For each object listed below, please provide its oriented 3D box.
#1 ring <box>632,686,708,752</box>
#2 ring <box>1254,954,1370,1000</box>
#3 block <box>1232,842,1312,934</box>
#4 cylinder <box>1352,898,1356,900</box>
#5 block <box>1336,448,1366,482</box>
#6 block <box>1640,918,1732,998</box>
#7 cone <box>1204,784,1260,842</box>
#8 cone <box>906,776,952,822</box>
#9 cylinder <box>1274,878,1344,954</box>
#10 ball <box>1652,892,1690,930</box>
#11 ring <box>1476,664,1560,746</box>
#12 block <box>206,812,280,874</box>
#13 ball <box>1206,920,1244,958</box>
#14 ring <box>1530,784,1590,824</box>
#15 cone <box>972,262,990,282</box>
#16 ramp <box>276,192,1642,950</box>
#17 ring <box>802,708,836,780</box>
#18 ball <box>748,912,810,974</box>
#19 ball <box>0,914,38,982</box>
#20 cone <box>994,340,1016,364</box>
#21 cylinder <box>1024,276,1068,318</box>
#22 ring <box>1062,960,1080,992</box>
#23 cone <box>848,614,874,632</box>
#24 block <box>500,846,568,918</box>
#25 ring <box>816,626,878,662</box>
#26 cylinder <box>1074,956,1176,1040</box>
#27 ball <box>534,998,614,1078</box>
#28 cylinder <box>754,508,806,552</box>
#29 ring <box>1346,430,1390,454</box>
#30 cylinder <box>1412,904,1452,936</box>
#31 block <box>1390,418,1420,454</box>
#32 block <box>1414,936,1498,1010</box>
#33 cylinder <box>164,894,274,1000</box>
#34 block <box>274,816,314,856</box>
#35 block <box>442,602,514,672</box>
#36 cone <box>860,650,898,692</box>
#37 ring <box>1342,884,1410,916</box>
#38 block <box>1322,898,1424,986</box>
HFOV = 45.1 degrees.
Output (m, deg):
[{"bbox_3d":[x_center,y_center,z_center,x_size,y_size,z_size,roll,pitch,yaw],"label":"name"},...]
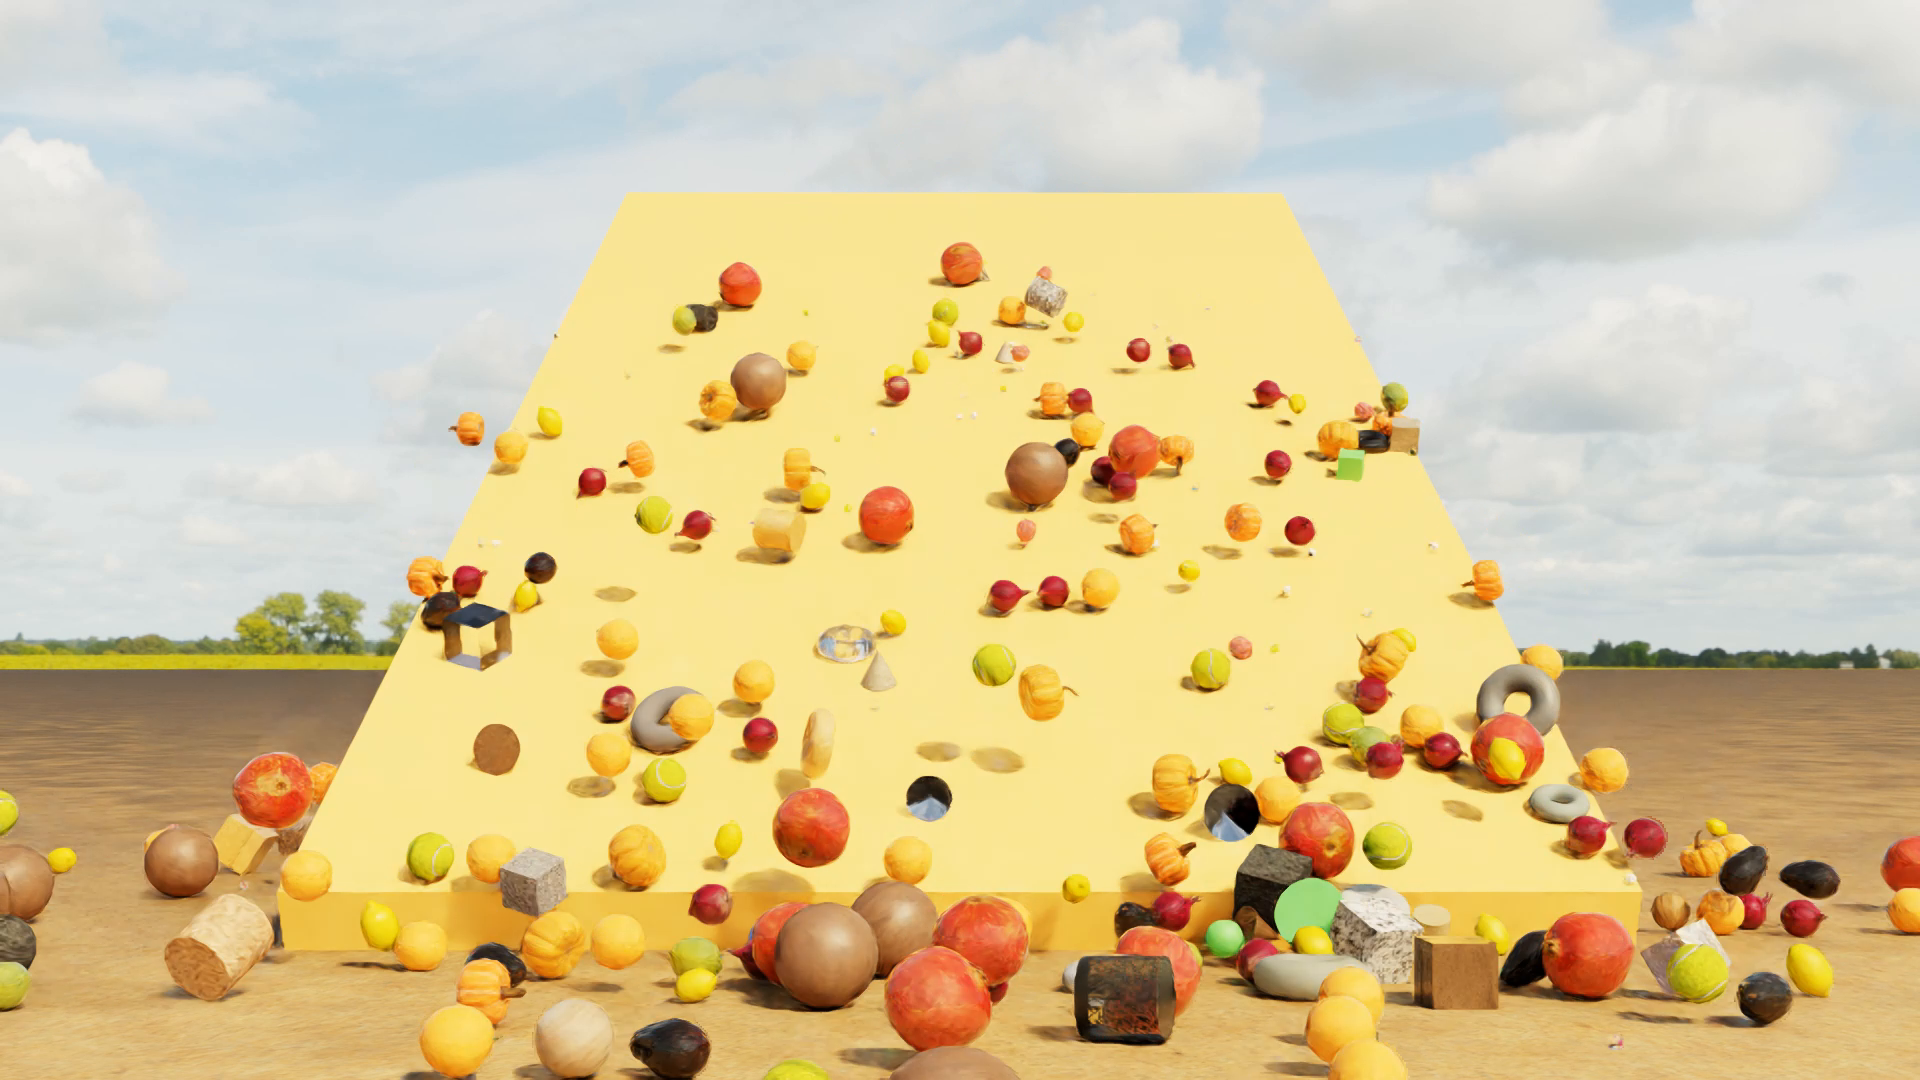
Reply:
[{"bbox_3d":[-0.478,0.295,3.812,0.133,0.133,0.044,-1,-48,19],"label":"ring"},{"bbox_3d":[0.450,0.559,2.964,0.147,0.049,0.147,0,-4,0],"label":"ring"},{"bbox_3d":[0.448,0.501,3.321,0.085,0.085,0.085,12,27,24],"label":"block"},{"bbox_3d":[0.546,0.538,3.256,0.059,0.059,0.059,-2,-1,31],"label":"cylinder"},{"bbox_3d":[0.828,-0.159,4.903,0.051,0.051,0.051,6,24,14],"label":"block"},{"bbox_3d":[0.916,0.528,2.920,0.065,0.065,0.065,-11,-25,-41],"label":"block"},{"bbox_3d":[0.406,0.418,3.568,0.089,0.089,0.089,1,-2,-10],"label":"cone"},{"bbox_3d":[-0.046,0.402,3.615,0.072,0.072,0.072,0,-3,3],"label":"cone"},{"bbox_3d":[0.494,0.528,3.173,0.098,0.098,0.098,-2,-30,29],"label":"cylinder"},{"bbox_3d":[1.119,0.584,3.644,0.059,0.059,0.059,0,-3,0],"label":"ball"},{"bbox_3d":[0.920,0.272,3.818,0.141,0.141,0.047,-2,-19,30],"label":"ring"},{"bbox_3d":[-1.453,0.615,4.689,0.087,0.087,0.087,32,-1,3],"label":"block"},{"bbox_3d":[0.371,0.559,3.244,0.054,0.054,0.054,0,-3,0],"label":"ball"},{"bbox_3d":[0.933,0.410,3.603,0.092,0.031,0.092,0,25,0],"label":"ring"},{"bbox_3d":[0.056,-0.722,6.213,0.050,0.050,0.050,0,23,0],"label":"cone"},{"bbox_3d":[-0.007,-0.226,5.247,2.000,0.100,4.000,0,23,0],"label":"ramp"},{"bbox_3d":[-0.222,0.318,3.622,0.038,0.114,0.114,10,-5,-11],"label":"ring"},{"bbox_3d":[-0.248,0.551,3.166,0.085,0.085,0.085,0,-3,0],"label":"ball"},{"bbox_3d":[-1.281,0.545,3.093,0.090,0.090,0.090,0,-3,0],"label":"ball"},{"bbox_3d":[0.109,-0.459,5.598,0.053,0.053,0.053,0,23,0],"label":"cone"},{"bbox_3d":[0.216,-0.610,5.809,0.078,0.078,0.078,29,8,21],"label":"cylinder"},{"bbox_3d":[0.190,0.566,2.999,0.116,0.039,0.116,-3,-1,0],"label":"ring"},{"bbox_3d":[-0.189,0.153,4.204,0.054,0.054,0.054,1,12,-22],"label":"cone"},{"bbox_3d":[-0.617,0.496,3.350,0.066,0.066,0.066,13,27,26],"label":"block"},{"bbox_3d":[-0.201,0.183,4.119,0.109,0.036,0.109,1,22,0],"label":"ring"},{"bbox_3d":[0.186,0.515,2.606,0.094,0.094,0.094,-3,-4,18],"label":"cylinder"},{"bbox_3d":[-0.395,0.512,2.374,0.081,0.081,0.081,0,-3,0],"label":"ball"},{"bbox_3d":[-0.349,-0.019,4.476,0.077,0.077,0.077,8,0,18],"label":"cylinder"},{"bbox_3d":[0.892,-0.214,5.058,0.094,0.031,0.094,1,24,0],"label":"ring"},{"bbox_3d":[0.664,0.550,3.266,0.052,0.052,0.052,0,27,0],"label":"cylinder"},{"bbox_3d":[0.973,-0.228,5.055,0.059,0.059,0.059,5,24,10],"label":"block"},{"bbox_3d":[0.617,0.538,2.883,0.081,0.081,0.081,0,-3,-5],"label":"block"},{"bbox_3d":[-0.939,0.515,2.934,0.095,0.095,0.095,-1,25,23],"label":"cylinder"},{"bbox_3d":[-1.472,0.656,5.139,0.064,0.064,0.064,-1,21,14],"label":"block"},{"bbox_3d":[-0.851,0.171,4.085,0.083,0.083,0.083,14,27,29],"label":"block"},{"bbox_3d":[-0.141,0.218,3.999,0.065,0.065,0.065,0,23,0],"label":"cone"},{"bbox_3d":[0.592,0.532,3.321,0.108,0.036,0.108,0,27,0],"label":"ring"},{"bbox_3d":[0.550,0.535,3.083,0.083,0.083,0.083,2,21,-32],"label":"block"}]
